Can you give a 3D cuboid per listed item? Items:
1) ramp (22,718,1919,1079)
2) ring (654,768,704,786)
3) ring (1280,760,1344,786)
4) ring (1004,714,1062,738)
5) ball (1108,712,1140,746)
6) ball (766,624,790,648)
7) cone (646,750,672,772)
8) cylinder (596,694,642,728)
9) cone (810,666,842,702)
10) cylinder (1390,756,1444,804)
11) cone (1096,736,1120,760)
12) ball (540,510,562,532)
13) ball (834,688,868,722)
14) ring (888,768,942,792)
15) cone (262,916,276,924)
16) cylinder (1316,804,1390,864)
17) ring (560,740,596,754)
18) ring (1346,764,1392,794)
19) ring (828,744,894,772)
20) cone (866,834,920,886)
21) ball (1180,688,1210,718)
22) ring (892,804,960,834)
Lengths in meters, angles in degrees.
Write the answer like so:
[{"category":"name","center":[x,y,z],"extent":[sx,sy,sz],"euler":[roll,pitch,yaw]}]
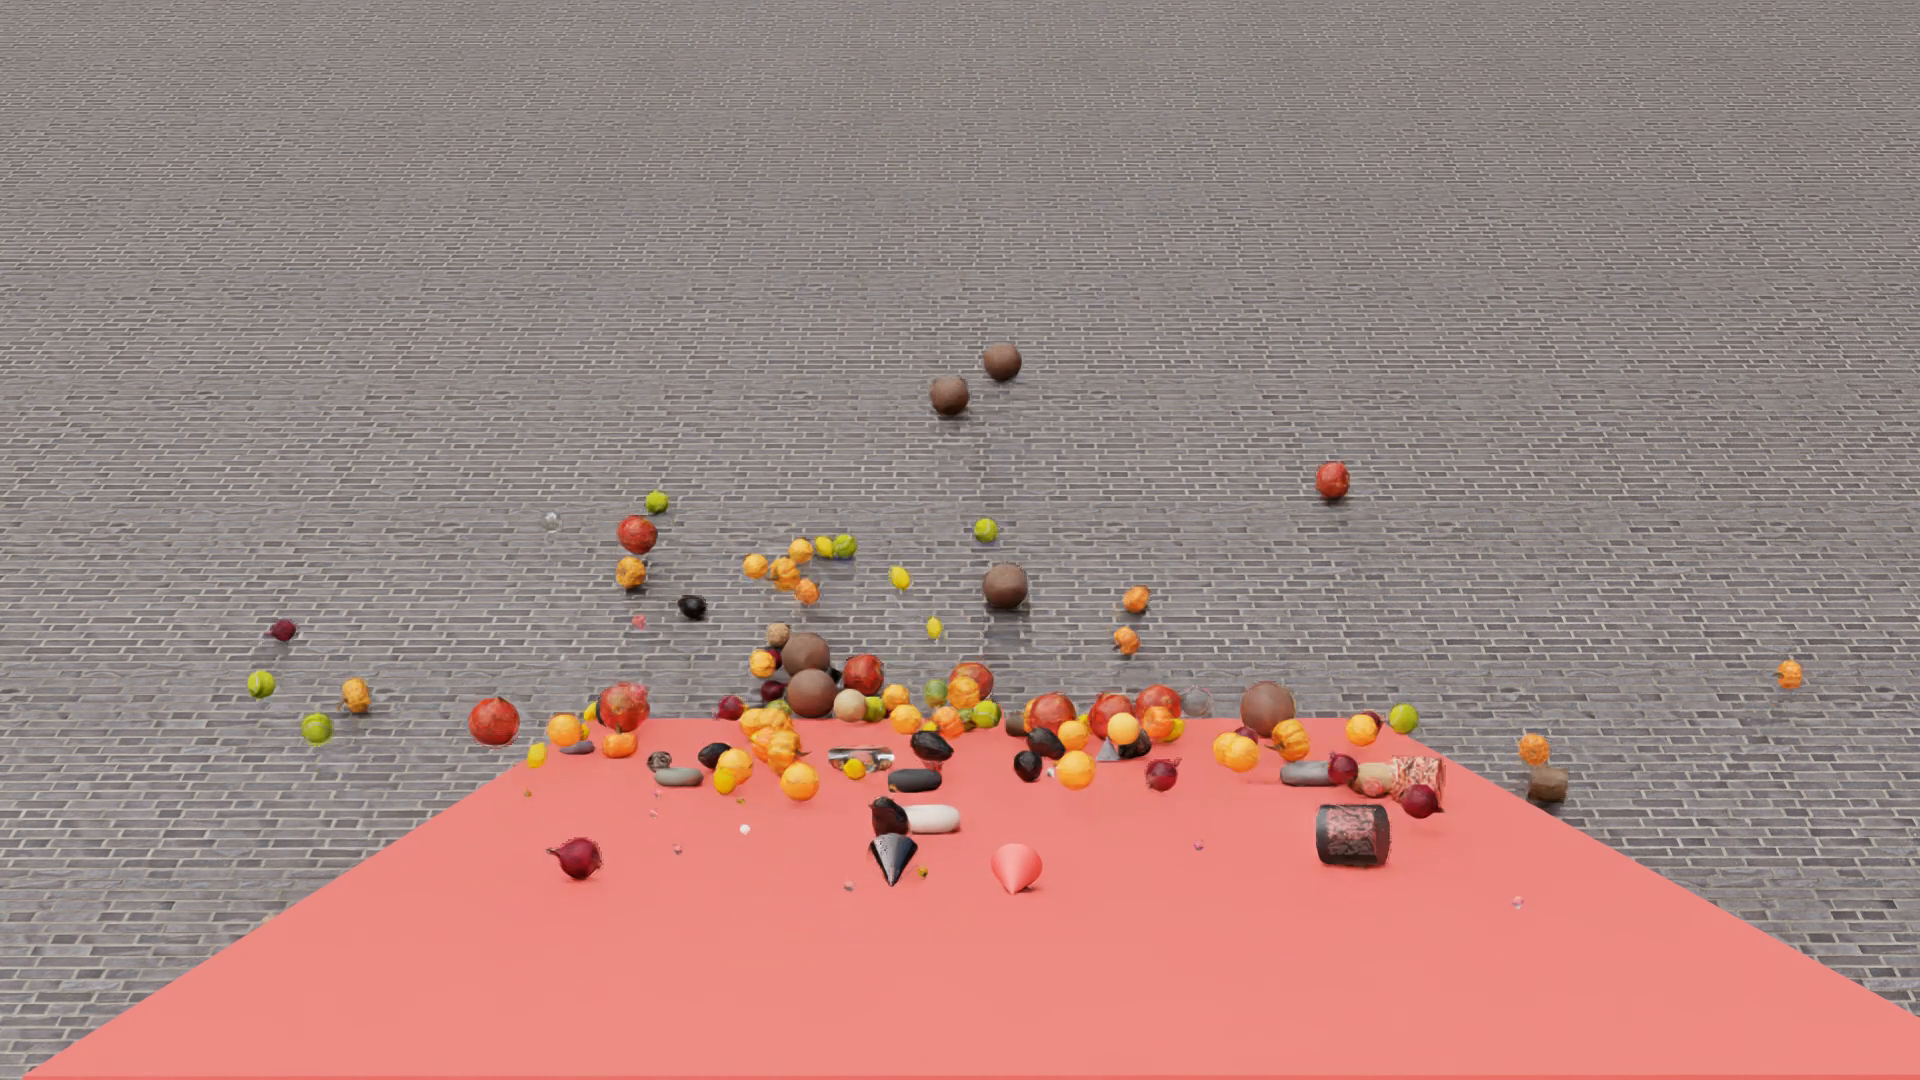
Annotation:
[{"category":"ramp","center":[0.060,0.545,4.581],"extent":[2.000,0.100,4.000],"euler":[0,1,0]},{"category":"ring","center":[-0.556,0.469,5.104],"extent":[0.097,0.032,0.097],"euler":[1,0,0]},{"category":"ring","center":[0.696,0.463,5.110],"extent":[0.126,0.042,0.126],"euler":[-1,2,0]},{"category":"ring","center":[0.174,0.442,6.122],"extent":[0.135,0.045,0.135],"euler":[-1,2,0]},{"category":"ball","center":[0.351,0.406,5.544],"extent":[0.070,0.070,0.070],"euler":[0,27,0]},{"category":"ball","center":[-0.498,0.262,7.090],"extent":[0.067,0.067,0.067],"euler":[0,27,0]},{"category":"cone","center":[-0.610,0.469,5.300],"extent":[0.053,0.053,0.053],"euler":[-11,32,-20]},{"category":"cylinder","center":[-0.841,0.420,6.358],"extent":[0.080,0.080,0.080],"euler":[1,23,33]},{"category":"cone","center":[-0.363,0.395,6.854],"extent":[0.088,0.088,0.088],"euler":[2,53,5]},{"category":"cylinder","center":[0.849,0.446,4.801],"extent":[0.085,0.085,0.085],"euler":[2,26,19]},{"category":"cone","center":[0.317,0.446,5.548],"extent":[0.055,0.055,0.055],"euler":[-1,-2,0]},{"category":"ball","center":[-1.223,-0.056,7.725],"extent":[0.065,0.065,0.065],"euler":[0,27,0]},{"category":"ball","center":[-0.271,0.410,6.373],"extent":[0.084,0.084,0.084],"euler":[0,27,0]},{"category":"ring","center":[-0.089,0.468,5.029],"extent":[0.108,0.036,0.108],"euler":[-1,2,0]},{"category":"cone","center":[-1.564,0.895,5.872],"extent":[0.060,0.060,0.060],"euler":[1,54,1]},{"category":"cylinder","center":[0.610,0.457,4.009],"extent":[0.091,0.091,0.091],"euler":[-3,23,27]},{"category":"ring","center":[-0.847,0.460,5.715],"extent":[0.078,0.026,0.078],"euler":[-1,0,0]},{"category":"ring","center":[0.820,0.462,4.990],"extent":[0.149,0.050,0.149],"euler":[1,1,0]},{"category":"ring","center":[-0.207,0.456,5.391],"extent":[0.141,0.047,0.141],"euler":[1,2,0]},{"category":"cone","center":[-0.100,0.492,3.834],"extent":[0.081,0.081,0.081],"euler":[0,30,-1]},{"category":"ball","center":[0.601,0.415,6.588],"extent":[0.078,0.078,0.078],"euler":[0,27,0]},{"category":"ring","center":[-0.058,0.479,4.426],"extent":[0.118,0.039,0.118],"euler":[-1,2,0]}]
